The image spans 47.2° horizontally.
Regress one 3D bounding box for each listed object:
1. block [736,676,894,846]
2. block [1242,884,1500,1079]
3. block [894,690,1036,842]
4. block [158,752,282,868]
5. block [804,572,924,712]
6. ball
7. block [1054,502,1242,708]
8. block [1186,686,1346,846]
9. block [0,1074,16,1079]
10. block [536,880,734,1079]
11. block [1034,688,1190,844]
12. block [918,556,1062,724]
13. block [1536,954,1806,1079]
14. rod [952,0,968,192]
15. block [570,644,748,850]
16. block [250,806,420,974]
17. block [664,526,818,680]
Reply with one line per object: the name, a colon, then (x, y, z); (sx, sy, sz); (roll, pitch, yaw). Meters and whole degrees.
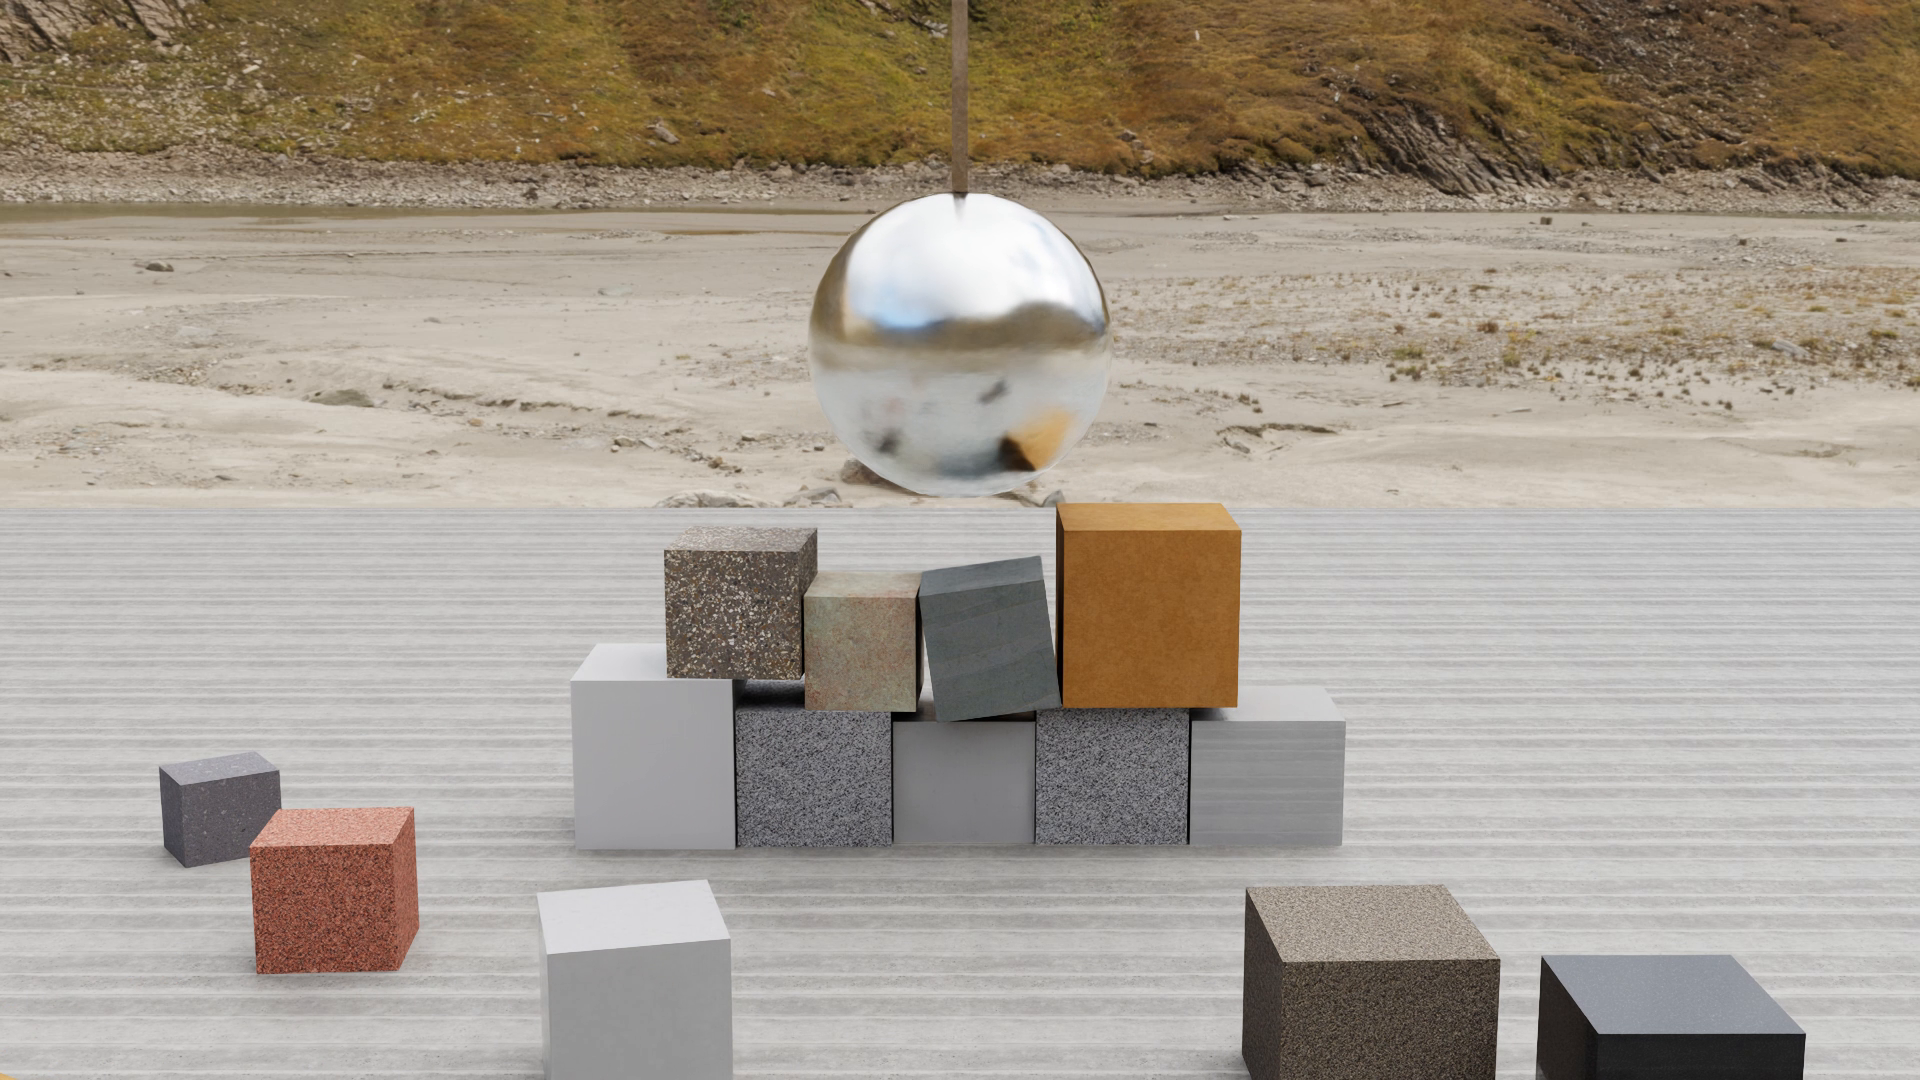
block: (-0.732, 1.132, 11.382); (0.772, 0.700, 0.758); (0, 10, 0)
block: (1.495, 1.734, 8.131); (0.768, 0.680, 0.784); (0, 10, -2)
block: (0.021, 1.165, 11.398); (0.713, 0.630, 0.631); (0, 10, 0)
block: (-3.696, 1.343, 11.003); (0.480, 0.420, 0.409); (-7, 12, -33)
block: (-0.480, 0.510, 11.225); (0.553, 0.580, 0.636); (1, 10, 3)
ball: (0.000, -1.015, 11.471); (1.600, 1.600, 1.600); (0, 10, 0)
block: (0.940, 0.318, 11.222); (0.866, 0.892, 0.822); (0, 10, 0)
block: (1.543, 1.158, 11.391); (0.769, 0.647, 0.723); (0, 10, 0)
block: (-3.071, 2.034, 6.484); (0.597, 0.678, 0.705); (7, 12, 33)
block: (-1.222, 1.722, 8.226); (0.652, 0.669, 0.663); (-3, 11, -14)
block: (0.764, 1.113, 11.392); (0.761, 0.734, 0.719); (0, 10, 0)
block: (0.152, 0.492, 11.112); (0.619, 0.646, 0.638); (-8, 10, 2)
block: (2.387, 1.857, 7.478); (0.669, 0.671, 0.694); (0, 10, 0)
rod: (0.000, -4.303, 10.604); (0.080, 5.200, 0.080); (0, 15, 0)
block: (-1.527, 1.051, 11.351); (0.799, 0.872, 0.816); (0, 10, 0)
block: (-2.721, 1.522, 9.608); (0.595, 0.567, 0.531); (-1, 10, -4)
block: (-1.099, 0.311, 11.175); (0.666, 0.647, 0.682); (1, 10, 4)
